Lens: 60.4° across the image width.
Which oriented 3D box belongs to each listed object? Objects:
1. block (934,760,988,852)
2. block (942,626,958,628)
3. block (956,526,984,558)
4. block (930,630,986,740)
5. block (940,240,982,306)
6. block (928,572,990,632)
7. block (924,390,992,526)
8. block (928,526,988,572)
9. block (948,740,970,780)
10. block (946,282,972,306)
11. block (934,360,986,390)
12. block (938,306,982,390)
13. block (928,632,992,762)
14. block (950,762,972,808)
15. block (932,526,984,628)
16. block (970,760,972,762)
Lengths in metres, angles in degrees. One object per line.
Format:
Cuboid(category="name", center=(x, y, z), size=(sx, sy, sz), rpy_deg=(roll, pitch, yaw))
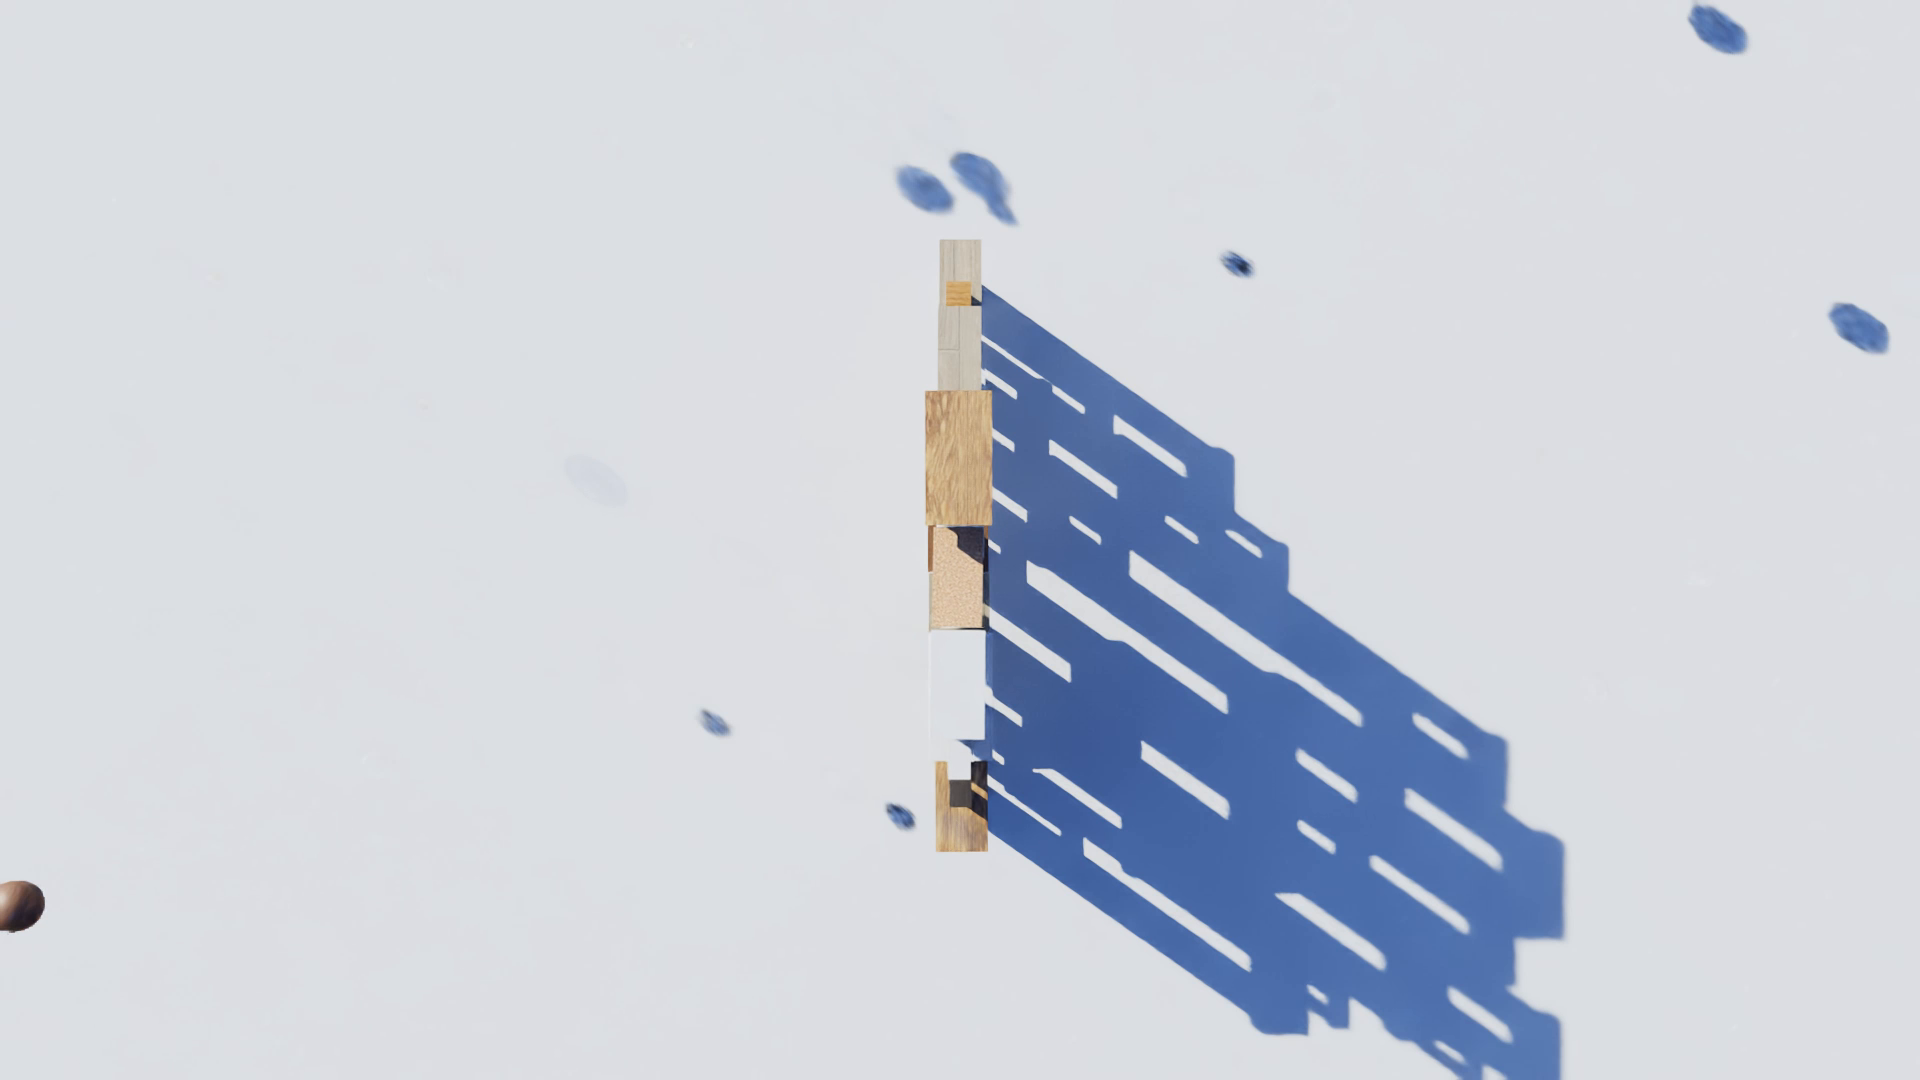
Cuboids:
Cuboid(category="block", center=(0.004, 0.735, 4.695), size=(0.148, 0.042, 0.297), rpy_deg=(0, 90, 0))
Cuboid(category="block", center=(-0.003, 0.145, 4.501), size=(0.095, 0.027, 0.189), rpy_deg=(0, 90, 0))
Cuboid(category="block", center=(0.002, -0.078, 4.435), size=(0.126, 0.036, 0.253), rpy_deg=(0, 90, 0))
Cuboid(category="block", center=(-0.005, 0.353, 4.038), size=(0.132, 0.037, 0.265), rpy_deg=(1, 90, 0))
Cuboid(category="block", center=(0.001, -0.760, 4.867), size=(0.124, 0.035, 0.248), rpy_deg=(0, 90, 0))
Cuboid(category="block", center=(-0.003, 0.267, 4.729), size=(0.173, 0.049, 0.347), rpy_deg=(0, 90, 0))
Cuboid(category="block", center=(-0.003, -0.201, 4.048), size=(0.164, 0.047, 0.329), rpy_deg=(0, 90, 0))
Cuboid(category="block", center=(-0.005, -0.082, 4.730), size=(0.173, 0.049, 0.346), rpy_deg=(0, 90, 0))
Cuboid(category="block", center=(-0.001, 0.551, 4.197), size=(0.058, 0.016, 0.115), rpy_deg=(0, 90, 1))
Cuboid(category="block", center=(-0.003, -0.664, 4.698), size=(0.071, 0.020, 0.141), rpy_deg=(0, 90, 0))
Cuboid(category="block", center=(0.000, -0.344, 4.419), size=(0.134, 0.038, 0.268), rpy_deg=(0, 90, 0))
Cuboid(category="block", center=(-0.001, -0.479, 4.165), size=(0.109, 0.031, 0.219), rpy_deg=(0, 90, 0))
Cuboid(category="block", center=(0.001, 0.412, 4.345), size=(0.167, 0.047, 0.335), rpy_deg=(0, 90, 0))
Cuboid(category="block", center=(0.001, 0.674, 4.544), size=(0.061, 0.017, 0.122), rpy_deg=(0, 90, 0))
Cuboid(category="block", center=(-0.006, 0.093, 4.147), size=(0.125, 0.035, 0.250), rpy_deg=(1, 90, 1))
Cuboid(category="block", center=(0.001, 0.634, 4.613), size=(0.061, 0.122, 0.017), rpy_deg=(0, 90, 0))
